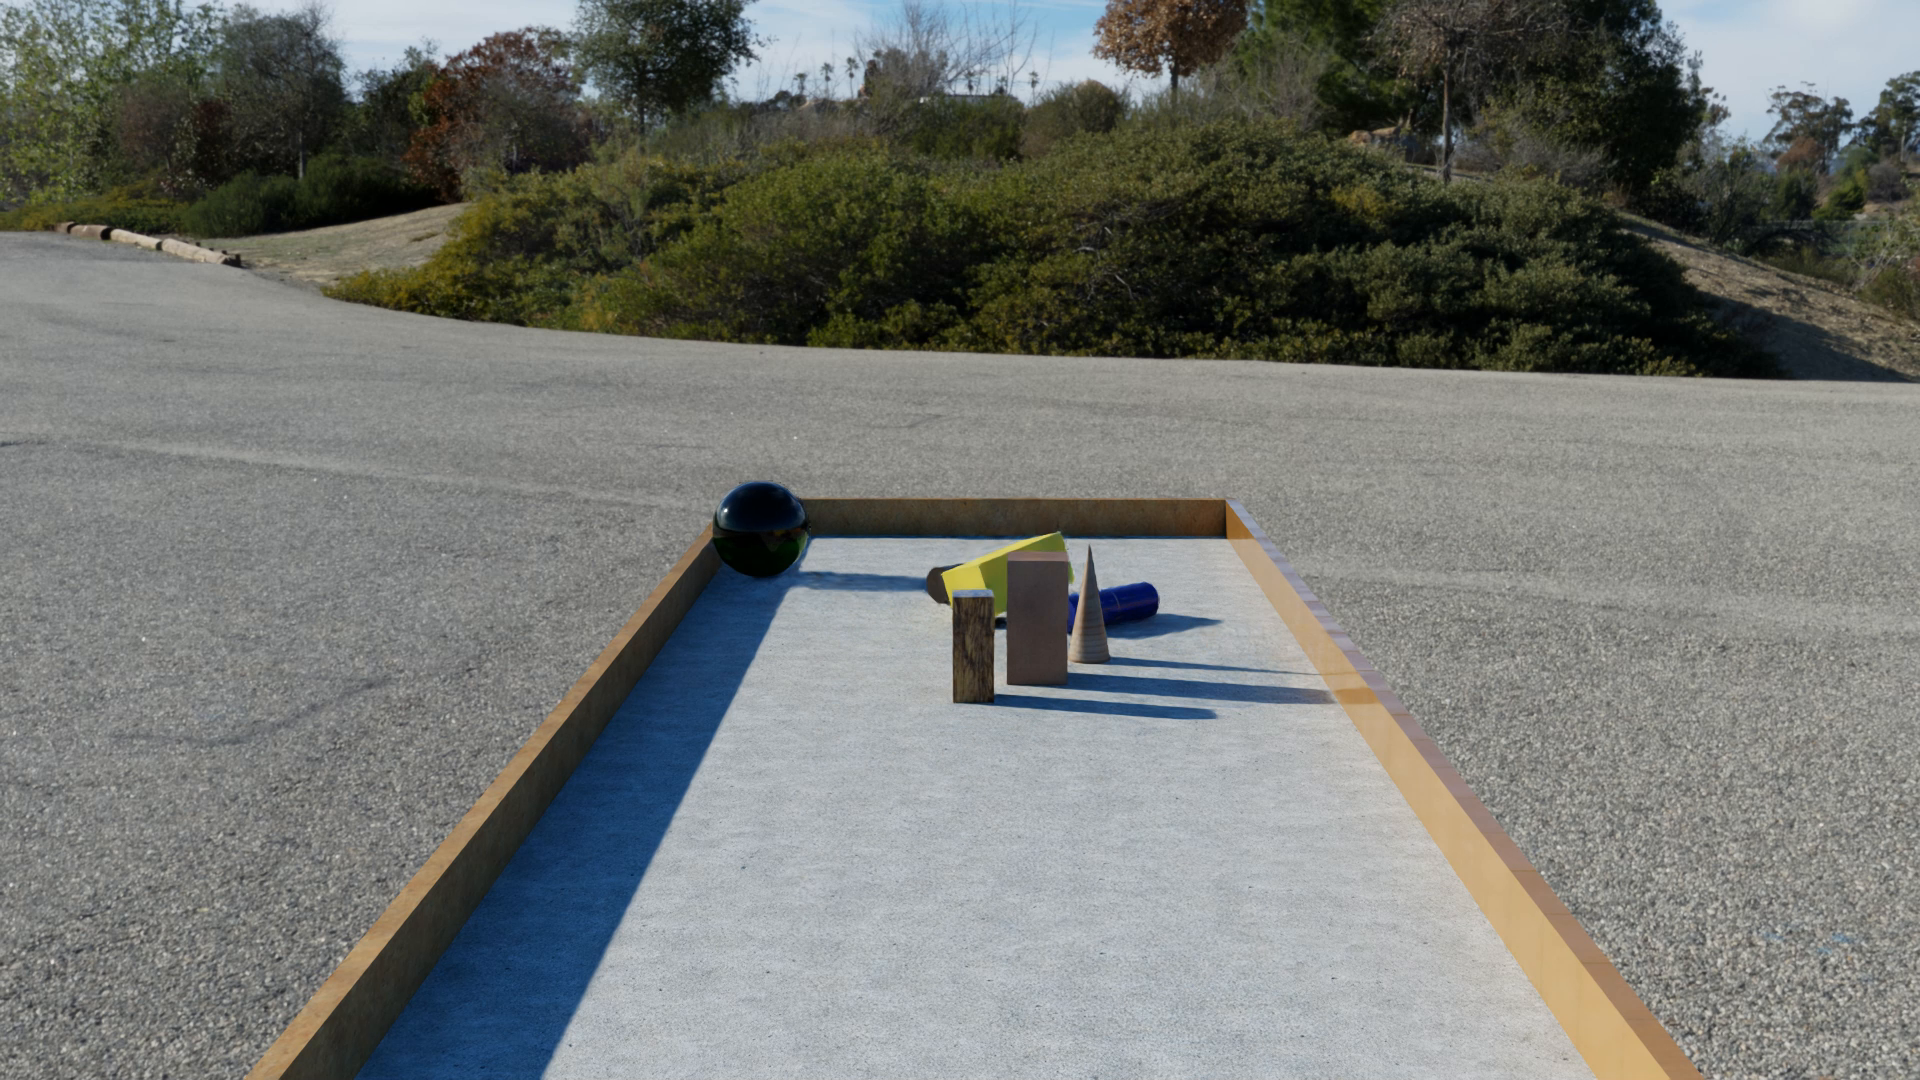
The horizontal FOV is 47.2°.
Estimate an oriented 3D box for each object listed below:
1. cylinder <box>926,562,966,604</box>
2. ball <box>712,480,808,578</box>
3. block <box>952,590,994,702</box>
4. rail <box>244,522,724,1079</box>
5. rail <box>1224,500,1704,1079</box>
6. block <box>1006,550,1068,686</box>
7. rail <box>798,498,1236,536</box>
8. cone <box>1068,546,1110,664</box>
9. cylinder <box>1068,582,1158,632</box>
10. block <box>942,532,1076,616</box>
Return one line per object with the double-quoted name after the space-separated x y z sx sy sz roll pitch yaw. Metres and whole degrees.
0.066 0.136 7.749 0.126 0.126 0.389 9 13 44 "cylinder"
-0.738 -0.041 8.126 0.357 0.357 0.357 0 9 0 "ball"
0.036 0.297 6.174 0.114 0.300 0.114 0 9 -2 "block"
-1.004 0.839 3.234 0.050 0.150 12.000 0 9 1 "rail"
1.046 0.843 3.208 0.050 0.150 12.000 0 9 1 "rail"
0.226 0.226 6.419 0.176 0.364 0.176 0 9 2 "block"
0.099 -0.098 9.147 2.100 0.150 0.050 0 9 1 "rail"
0.393 0.184 6.681 0.132 0.365 0.132 0 9 0 "cone"
0.476 0.221 7.228 0.396 0.120 0.120 -8 12 -42 "cylinder"
0.165 0.124 7.353 0.176 0.176 0.432 -13 5 44 "block"
